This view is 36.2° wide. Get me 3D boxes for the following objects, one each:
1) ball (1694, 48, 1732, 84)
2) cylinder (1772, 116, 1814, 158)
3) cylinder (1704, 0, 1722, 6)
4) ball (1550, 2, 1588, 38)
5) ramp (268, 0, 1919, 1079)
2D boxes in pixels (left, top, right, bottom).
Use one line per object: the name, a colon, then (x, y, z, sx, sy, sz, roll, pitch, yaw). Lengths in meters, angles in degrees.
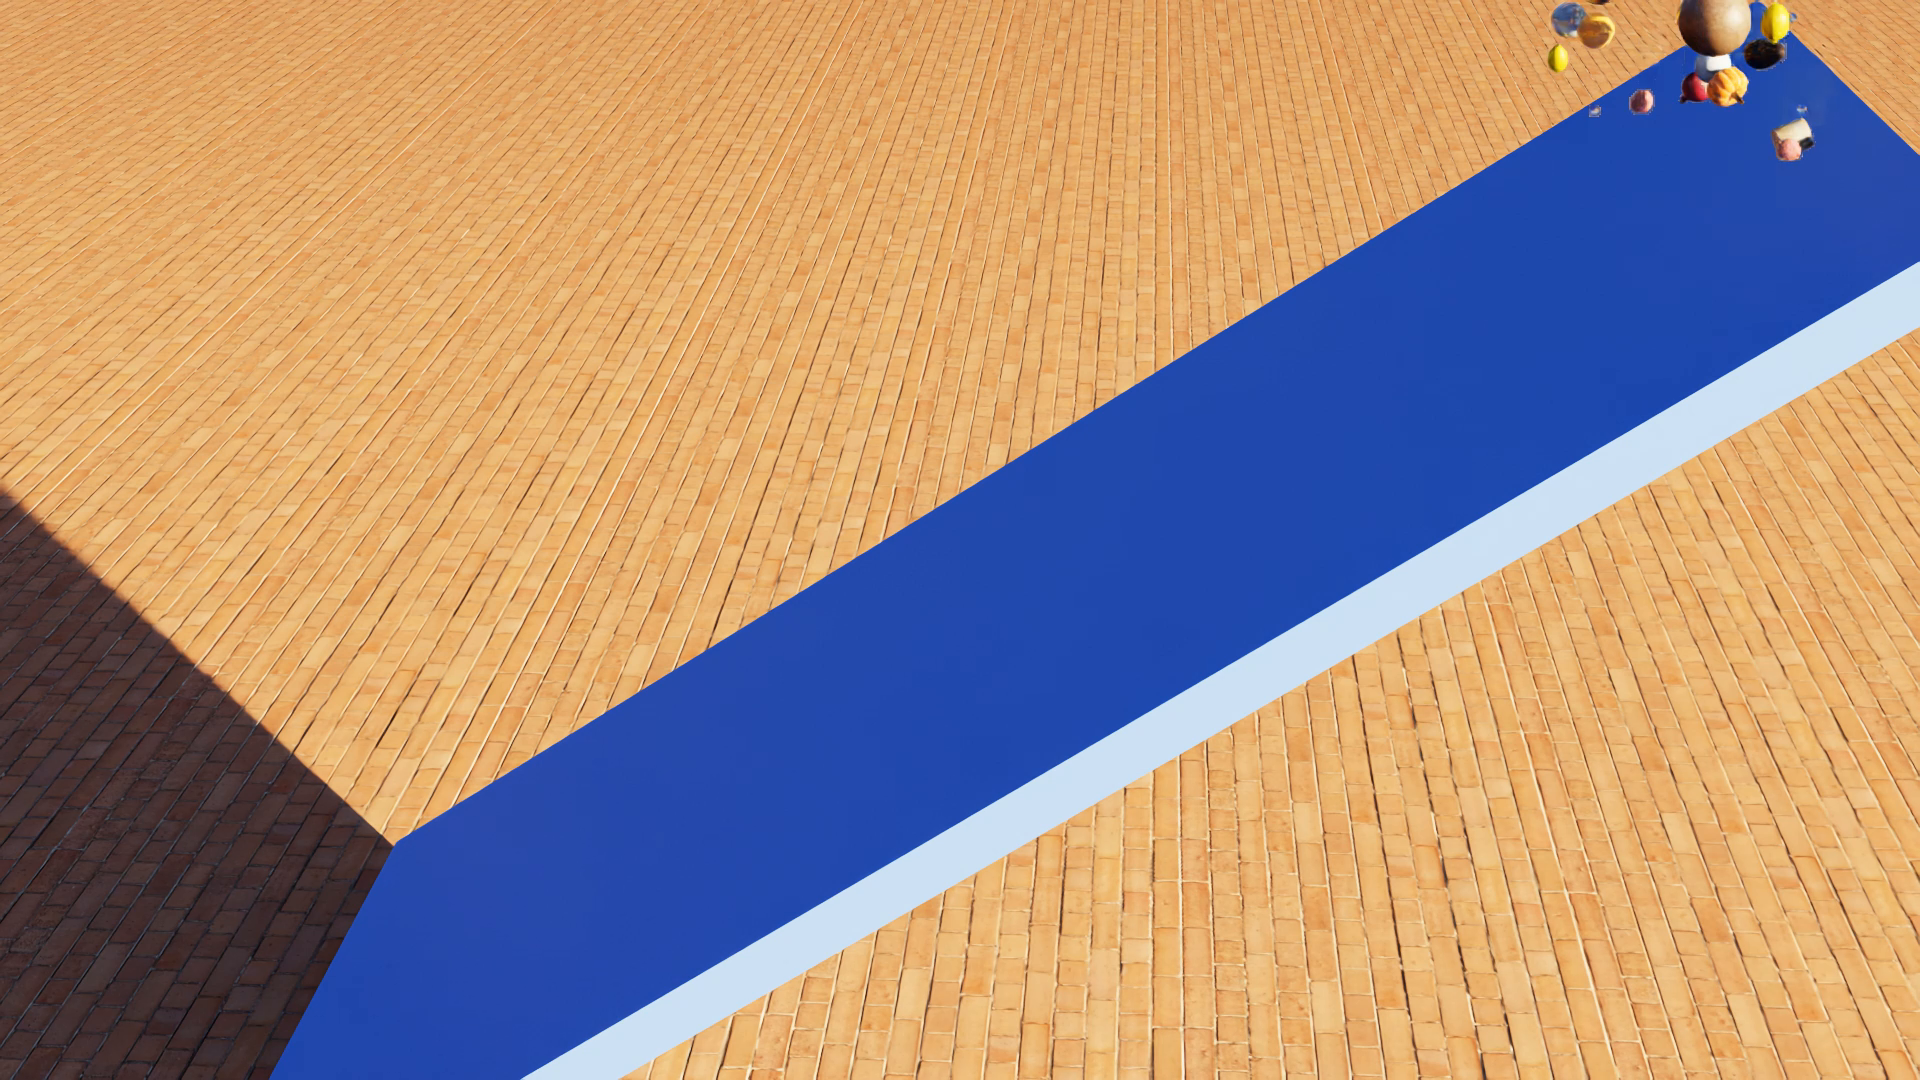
ball: (1.429, -0.900, 5.584, 0.068, 0.068, 0.068, 0, 21, 0)
cylinder: (1.605, -0.776, 5.671, 0.059, 0.059, 0.059, -25, 21, 5)
cylinder: (1.474, -1.085, 5.700, 0.072, 0.072, 0.072, -31, 28, -9)
ball: (1.229, -1.050, 5.937, 0.072, 0.072, 0.072, 0, 21, 0)
ramp: (0.138, 0.172, 6.300, 4.000, 0.100, 2.000, -32, 16, 14)
